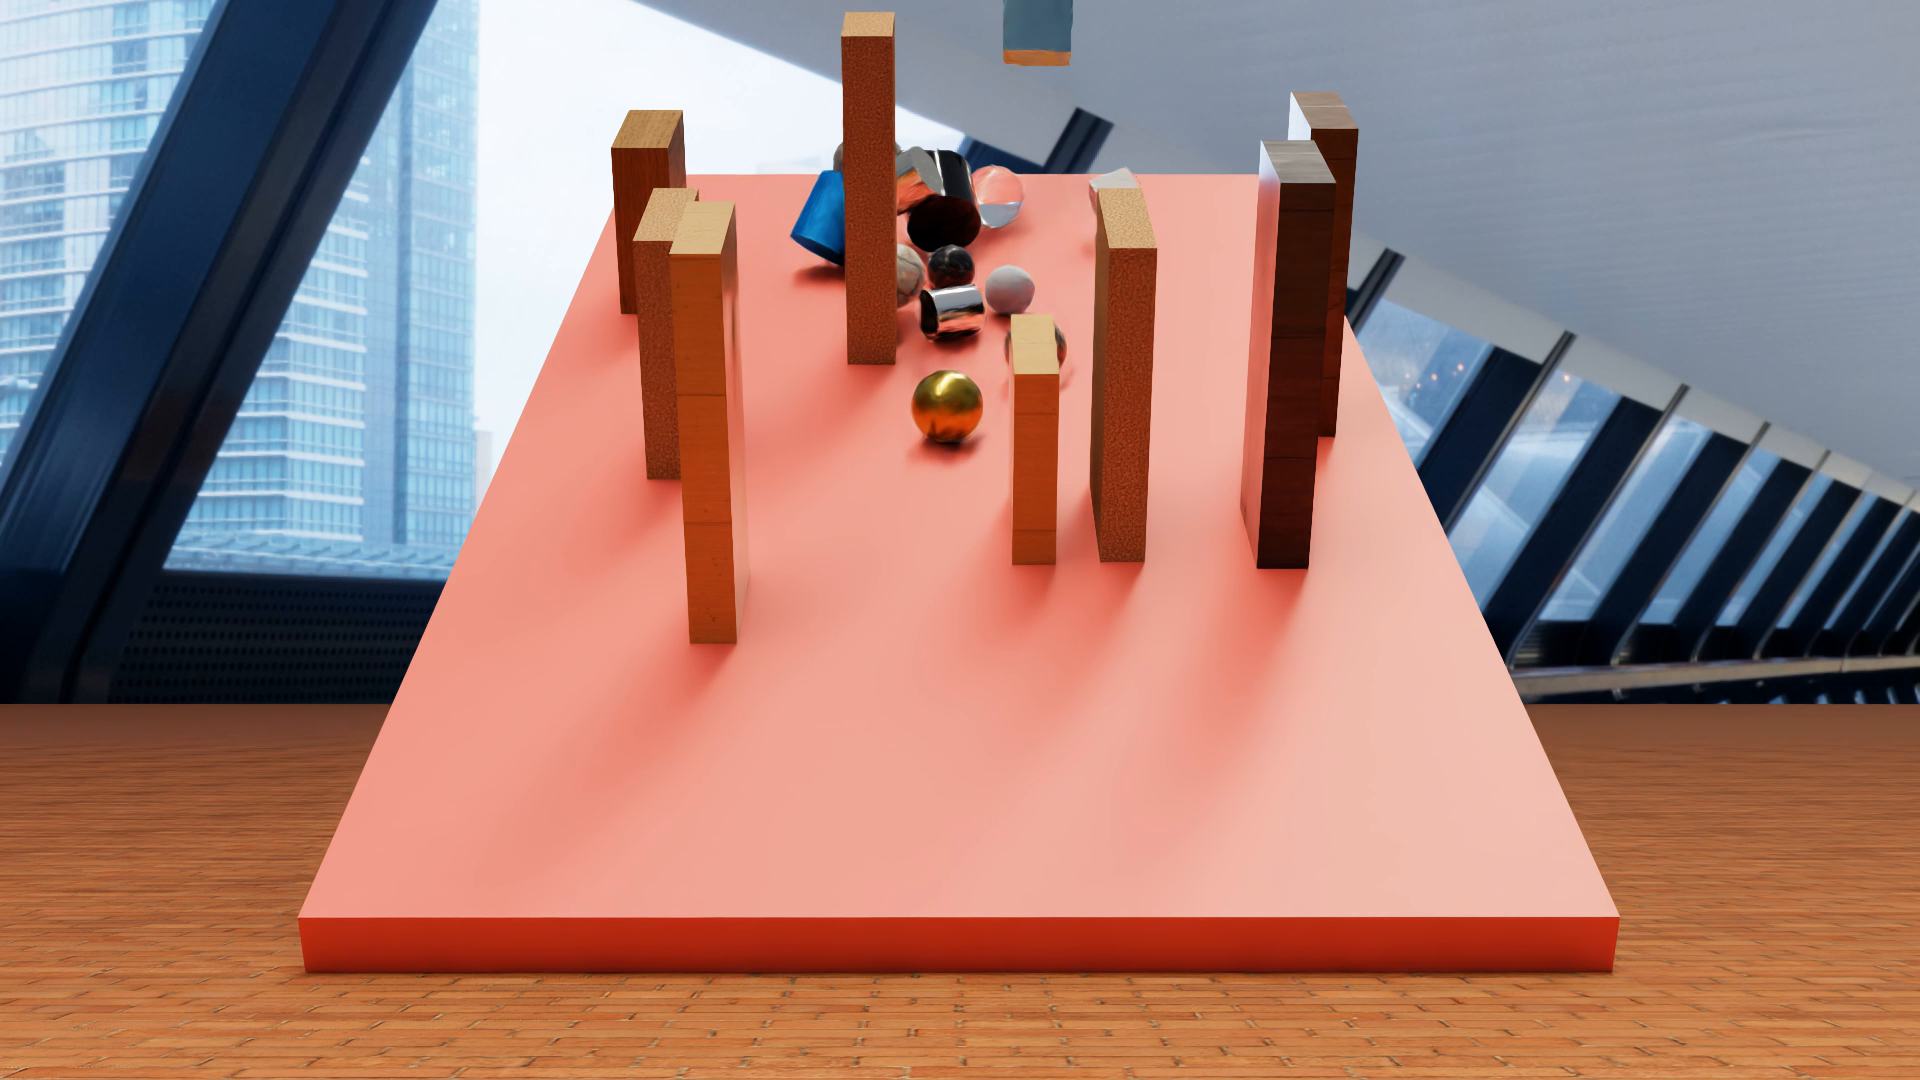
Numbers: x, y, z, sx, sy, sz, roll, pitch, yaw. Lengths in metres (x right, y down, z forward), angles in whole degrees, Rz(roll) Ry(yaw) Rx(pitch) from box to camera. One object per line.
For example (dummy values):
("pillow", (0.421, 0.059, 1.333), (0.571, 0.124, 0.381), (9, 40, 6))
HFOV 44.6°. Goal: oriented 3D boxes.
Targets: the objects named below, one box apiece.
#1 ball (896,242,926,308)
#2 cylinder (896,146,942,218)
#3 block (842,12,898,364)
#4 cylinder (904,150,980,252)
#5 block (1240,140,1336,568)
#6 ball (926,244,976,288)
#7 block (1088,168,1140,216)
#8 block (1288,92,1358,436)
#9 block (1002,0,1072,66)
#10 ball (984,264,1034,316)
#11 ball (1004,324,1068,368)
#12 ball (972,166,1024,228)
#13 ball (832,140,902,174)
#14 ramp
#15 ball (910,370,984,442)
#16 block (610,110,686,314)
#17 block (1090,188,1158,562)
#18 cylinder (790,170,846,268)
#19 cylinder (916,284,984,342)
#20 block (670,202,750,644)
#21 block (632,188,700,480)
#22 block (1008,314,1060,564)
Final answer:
("ball", (-0.171, -0.670, 5.935), (0.167, 0.167, 0.167), (0, -4, 0))
("cylinder", (-0.144, -0.953, 6.229), (0.141, 0.141, 0.141), (-26, -15, 25))
("block", (-0.214, -0.841, 5.622), (0.116, 0.799, 0.255), (0, 25, 0))
("cylinder", (-0.055, -0.936, 6.477), (0.204, 0.204, 0.204), (-5, -42, -5))
("block", (0.641, -0.363, 4.613), (0.103, 0.789, 0.297), (0, 25, 0))
("ball", (-0.023, -0.708, 6.131), (0.129, 0.129, 0.129), (0, -4, 0))
("block", (0.440, -0.947, 6.554), (0.116, 0.116, 0.116), (-21, -33, -7))
("block", (0.794, -0.620, 5.262), (0.102, 0.707, 0.316), (0, 25, 0))
("block", (0.226, -1.509, 6.859), (0.197, 0.197, 0.197), (2, -1, 0))
("ball", (0.126, -0.639, 5.984), (0.129, 0.129, 0.129), (0, -4, 0))
("ball", (0.179, -0.454, 5.562), (0.152, 0.152, 0.152), (0, -4, 0))
("ball", (0.094, -0.974, 6.644), (0.178, 0.178, 0.178), (0, -4, 0))
("ball", (-0.250, -1.026, 6.439), (0.203, 0.203, 0.203), (0, -4, 0))
("ramp", (-0.009, -0.229, 5.375), (2.000, 0.100, 4.000), (0, 25, 0))
("ball", (-0.028, -0.297, 5.210), (0.163, 0.163, 0.163), (0, -4, 0))
("block", (-0.799, -0.856, 6.081), (0.142, 0.436, 0.372), (0, 25, 0))
("block", (0.324, -0.336, 4.714), (0.090, 0.653, 0.395), (0, 25, 0))
("cylinder", (-0.326, -0.861, 6.286), (0.195, 0.195, 0.195), (26, -5, 2))
("cylinder", (-0.023, -0.567, 5.828), (0.127, 0.127, 0.127), (-11, 1, -23))
("block", (-0.458, -0.215, 4.329), (0.088, 0.756, 0.308), (0, 25, 0))
("block", (-0.625, -0.453, 5.101), (0.099, 0.535, 0.379), (0, 25, 0))
("block", (0.147, -0.206, 4.729), (0.087, 0.405, 0.340), (0, 25, 0))
